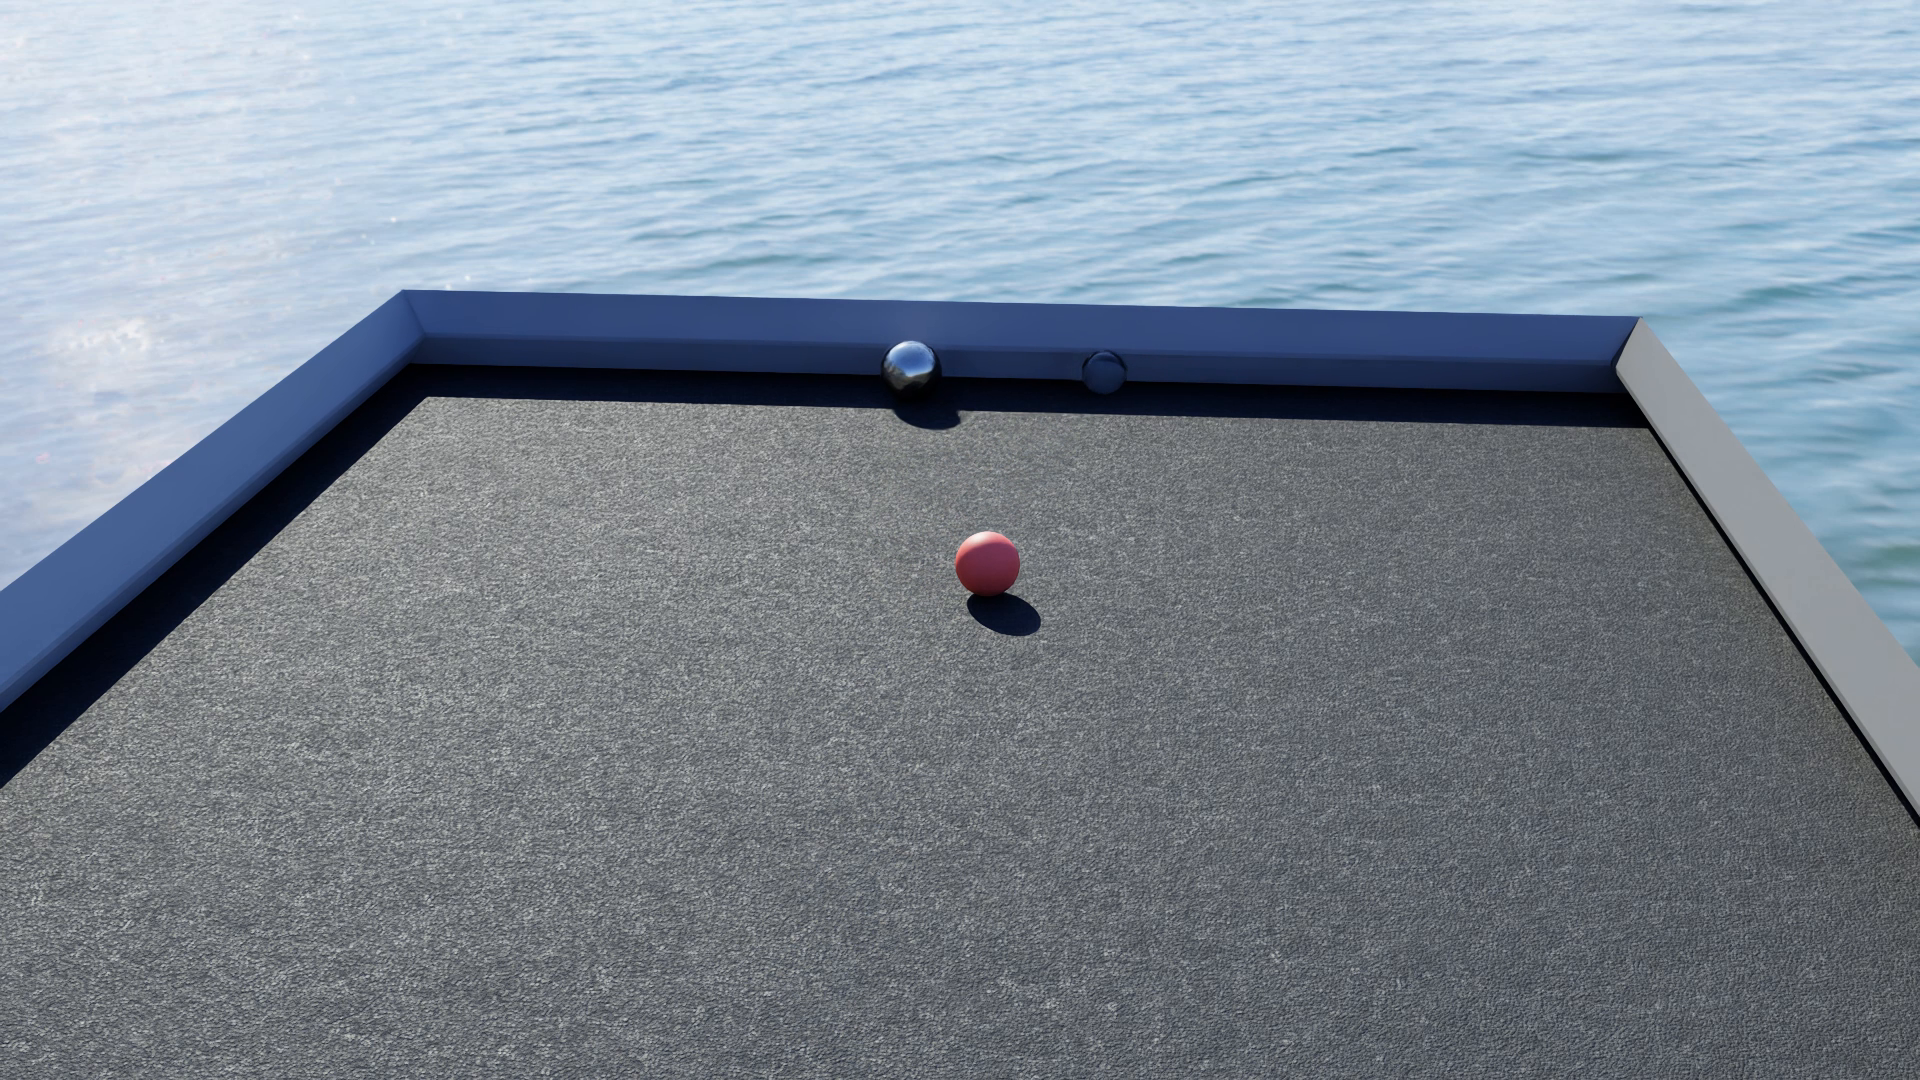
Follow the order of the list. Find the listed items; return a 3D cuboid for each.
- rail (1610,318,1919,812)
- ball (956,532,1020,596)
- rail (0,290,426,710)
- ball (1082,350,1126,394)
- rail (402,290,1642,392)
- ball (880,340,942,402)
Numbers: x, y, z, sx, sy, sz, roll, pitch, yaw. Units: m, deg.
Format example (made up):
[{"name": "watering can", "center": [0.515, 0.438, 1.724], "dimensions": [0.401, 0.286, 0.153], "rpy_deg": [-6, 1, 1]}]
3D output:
[{"name": "rail", "center": [0.797, 0.283, 1.650], "dimensions": [0.045, 0.111, 3.126], "rpy_deg": [2, 21, 5]}, {"name": "ball", "center": [0.030, 0.026, 2.397], "dimensions": [0.071, 0.071, 0.071], "rpy_deg": [0, 21, 0]}, {"name": "rail", "center": [-0.934, 0.230, 1.792], "dimensions": [0.045, 0.111, 3.126], "rpy_deg": [2, 21, 5]}, {"name": "ball", "center": [0.203, -0.237, 3.112], "dimensions": [0.063, 0.063, 0.063], "rpy_deg": [0, 21, 0]}, {"name": "rail", "center": [0.066, -0.281, 3.157], "dimensions": [1.785, 0.111, 0.045], "rpy_deg": [2, 21, 5]}, {"name": "ball", "center": [-0.068, -0.237, 3.079], "dimensions": [0.085, 0.085, 0.085], "rpy_deg": [0, 21, 0]}]
